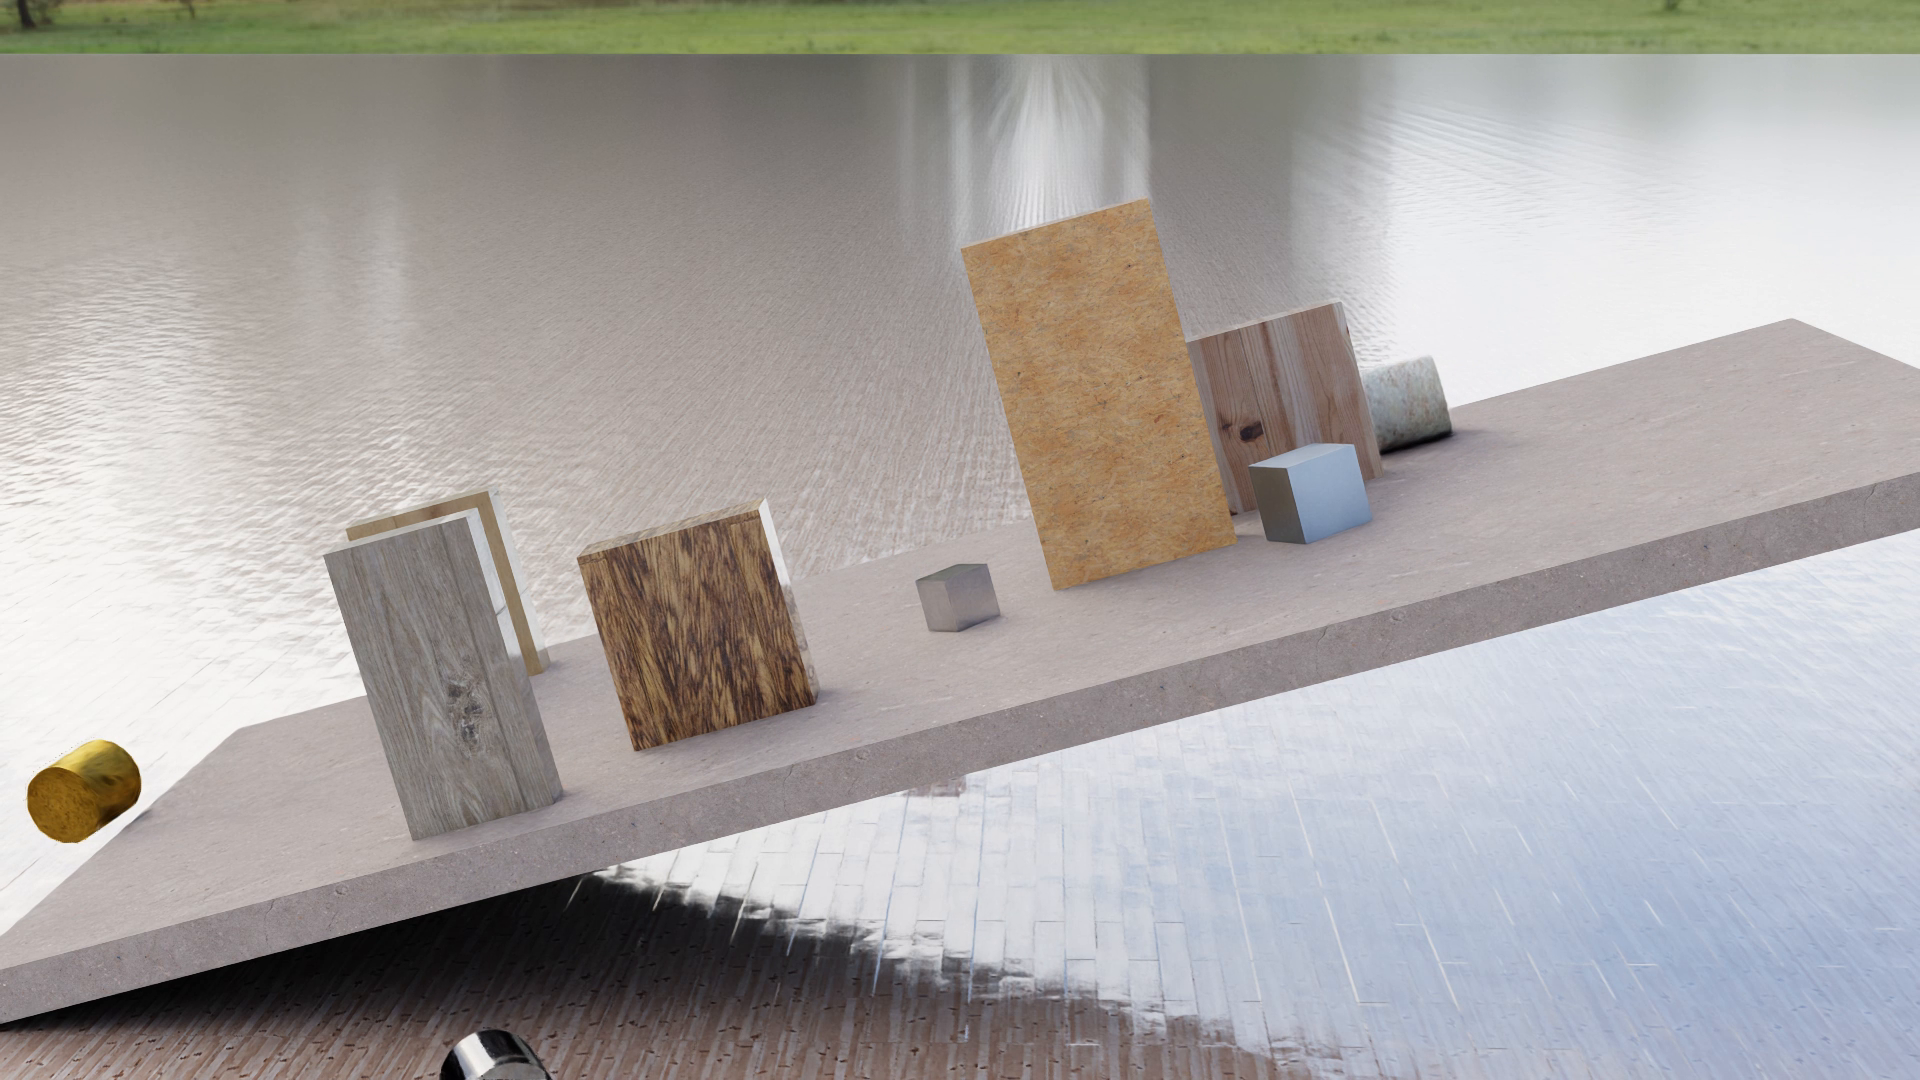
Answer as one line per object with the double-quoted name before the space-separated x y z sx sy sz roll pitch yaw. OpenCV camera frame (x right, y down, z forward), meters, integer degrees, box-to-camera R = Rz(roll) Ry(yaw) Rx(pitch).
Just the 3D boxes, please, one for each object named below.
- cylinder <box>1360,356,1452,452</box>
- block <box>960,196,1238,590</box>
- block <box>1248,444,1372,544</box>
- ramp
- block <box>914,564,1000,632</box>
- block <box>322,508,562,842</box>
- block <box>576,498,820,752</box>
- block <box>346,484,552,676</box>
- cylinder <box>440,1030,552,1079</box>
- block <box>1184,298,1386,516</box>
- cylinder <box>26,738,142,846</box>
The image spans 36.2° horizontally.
"cylinder" 1.028 -0.314 6.856 0.190 0.190 0.190 -15 9 5
"block" 0.298 -0.311 6.272 0.406 0.758 0.098 -15 9 4
"block" 0.731 -0.098 6.145 0.165 0.165 0.165 -19 10 -21
"ramp" 0.081 0.191 6.329 4.000 0.100 2.000 -15 9 4
"block" -0.004 0.122 6.211 0.114 0.114 0.114 -21 11 -31
"block" -0.980 0.255 5.594 0.282 0.573 0.108 -15 9 4
"block" -0.519 0.168 5.872 0.373 0.406 0.144 -15 9 4
"block" -1.226 0.136 7.059 0.355 0.457 0.114 -15 9 4
"cylinder" -0.774 0.933 4.948 0.172 0.172 0.172 -4 11 -21
"block" 0.701 -0.292 6.599 0.409 0.404 0.089 -15 9 4
"cylinder" -1.971 0.566 6.622 0.182 0.182 0.182 3 22 19
